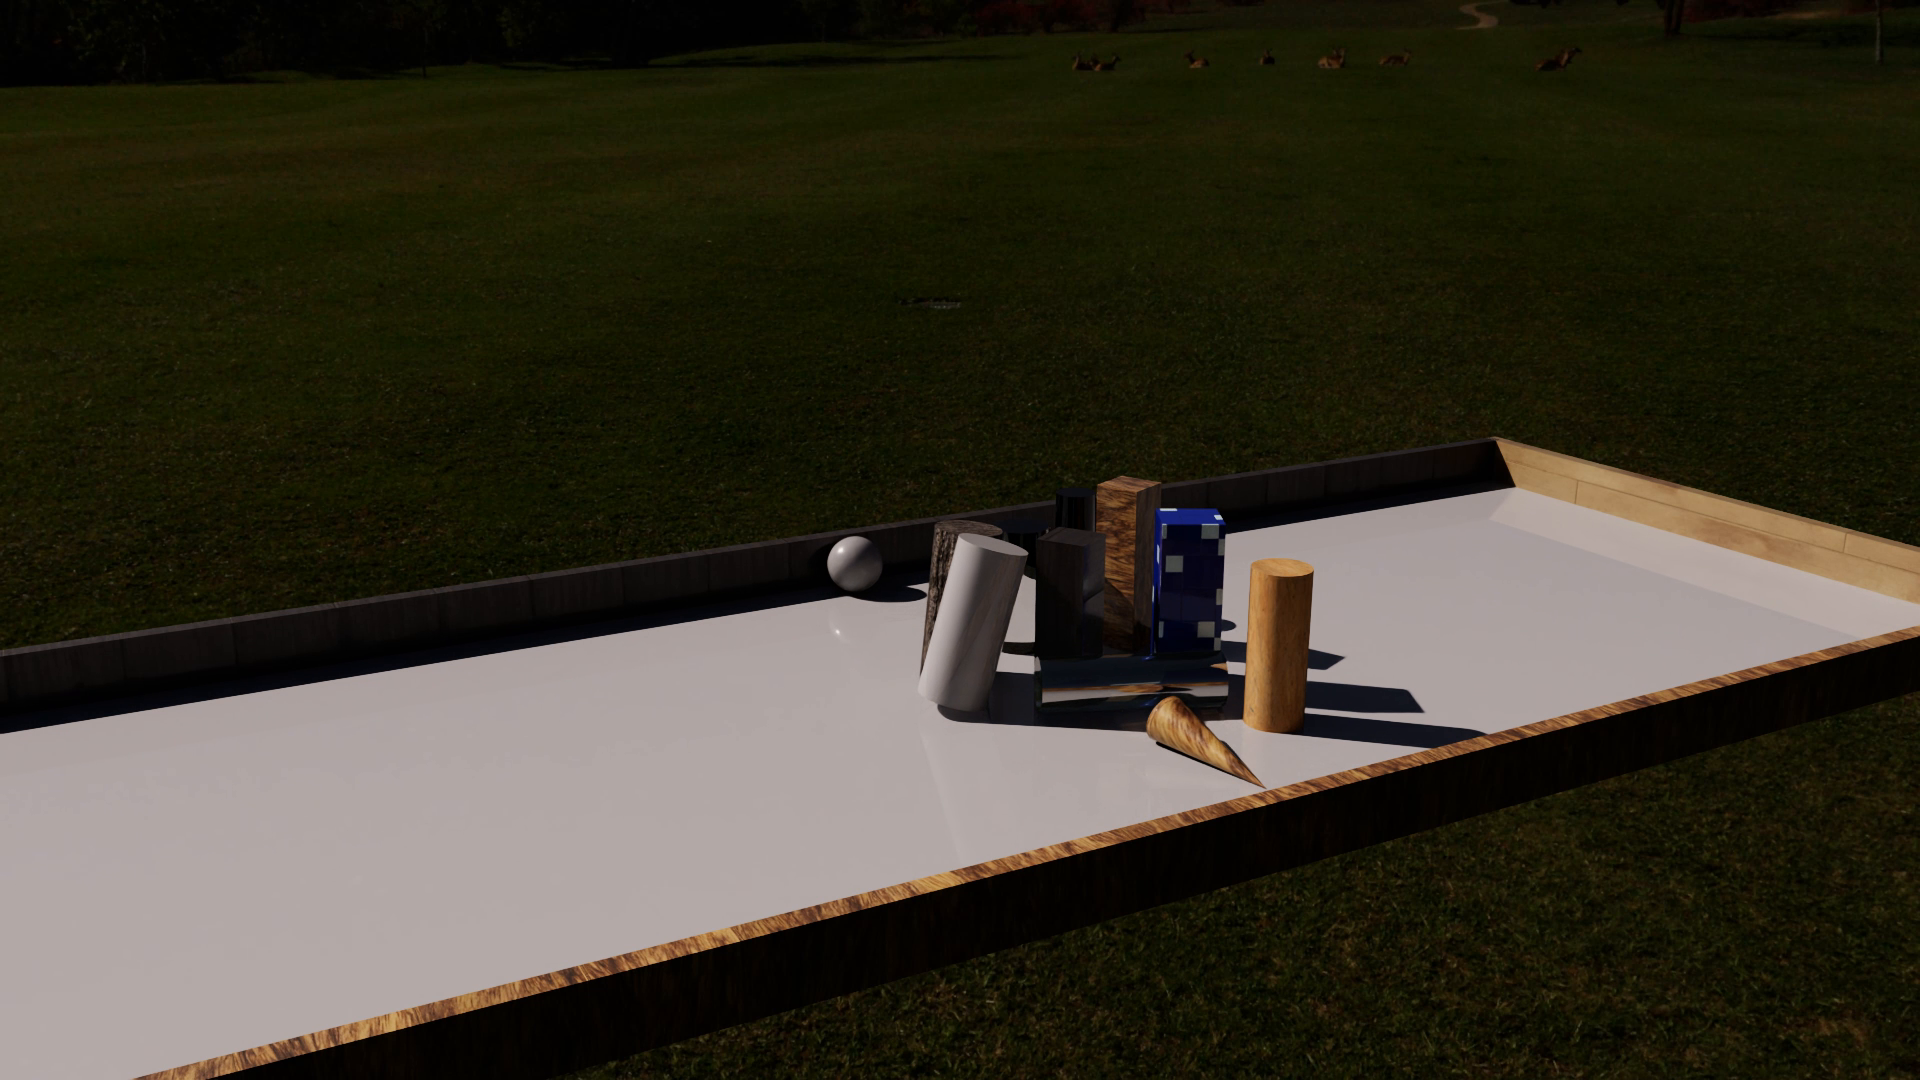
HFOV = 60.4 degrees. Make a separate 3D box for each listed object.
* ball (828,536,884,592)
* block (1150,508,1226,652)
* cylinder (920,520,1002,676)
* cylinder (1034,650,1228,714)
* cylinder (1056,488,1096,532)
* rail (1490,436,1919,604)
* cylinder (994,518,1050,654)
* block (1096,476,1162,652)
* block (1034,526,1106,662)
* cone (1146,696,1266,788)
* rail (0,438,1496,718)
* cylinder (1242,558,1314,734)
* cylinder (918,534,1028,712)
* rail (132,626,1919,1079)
[{"bbox_3d":[-0.307,0.071,4.824,0.164,0.164,0.164,0,16,0],"label":"ball"},{"bbox_3d":[0.561,0.150,4.077,0.151,0.431,0.151,0,16,0],"label":"block"},{"bbox_3d":[0.002,0.157,4.106,0.169,0.386,0.169,6,13,-1],"label":"cylinder"},{"bbox_3d":[0.409,0.340,3.959,0.446,0.136,0.136,-2,16,-5],"label":"cylinder"},{"bbox_3d":[0.320,0.037,4.605,0.110,0.352,0.110,0,16,0],"label":"cylinder"},{"bbox_3d":[2.466,-0.048,5.253,0.050,0.150,2.100,-9,18,-27],"label":"rail"},{"bbox_3d":[0.160,0.122,4.353,0.146,0.331,0.146,0,16,0],"label":"cylinder"},{"bbox_3d":[0.442,0.063,4.362,0.121,0.438,0.121,12,20,36],"label":"block"},{"bbox_3d":[0.273,0.172,4.103,0.128,0.377,0.128,9,19,28],"label":"block"},{"bbox_3d":[0.564,0.471,3.652,0.114,0.114,0.327,-12,30,-34],"label":"cone"},{"bbox_3d":[-3.305,0.497,3.399,12.000,0.150,0.050,-9,18,-27],"label":"rail"},{"bbox_3d":[0.741,0.245,3.844,0.142,0.381,0.142,0,16,0],"label":"cylinder"},{"bbox_3d":[0.030,0.196,3.940,0.172,0.390,0.172,15,10,-3],"label":"cylinder"},{"bbox_3d":[-2.336,1.006,1.665,12.000,0.150,0.050,-9,18,-27],"label":"rail"}]
